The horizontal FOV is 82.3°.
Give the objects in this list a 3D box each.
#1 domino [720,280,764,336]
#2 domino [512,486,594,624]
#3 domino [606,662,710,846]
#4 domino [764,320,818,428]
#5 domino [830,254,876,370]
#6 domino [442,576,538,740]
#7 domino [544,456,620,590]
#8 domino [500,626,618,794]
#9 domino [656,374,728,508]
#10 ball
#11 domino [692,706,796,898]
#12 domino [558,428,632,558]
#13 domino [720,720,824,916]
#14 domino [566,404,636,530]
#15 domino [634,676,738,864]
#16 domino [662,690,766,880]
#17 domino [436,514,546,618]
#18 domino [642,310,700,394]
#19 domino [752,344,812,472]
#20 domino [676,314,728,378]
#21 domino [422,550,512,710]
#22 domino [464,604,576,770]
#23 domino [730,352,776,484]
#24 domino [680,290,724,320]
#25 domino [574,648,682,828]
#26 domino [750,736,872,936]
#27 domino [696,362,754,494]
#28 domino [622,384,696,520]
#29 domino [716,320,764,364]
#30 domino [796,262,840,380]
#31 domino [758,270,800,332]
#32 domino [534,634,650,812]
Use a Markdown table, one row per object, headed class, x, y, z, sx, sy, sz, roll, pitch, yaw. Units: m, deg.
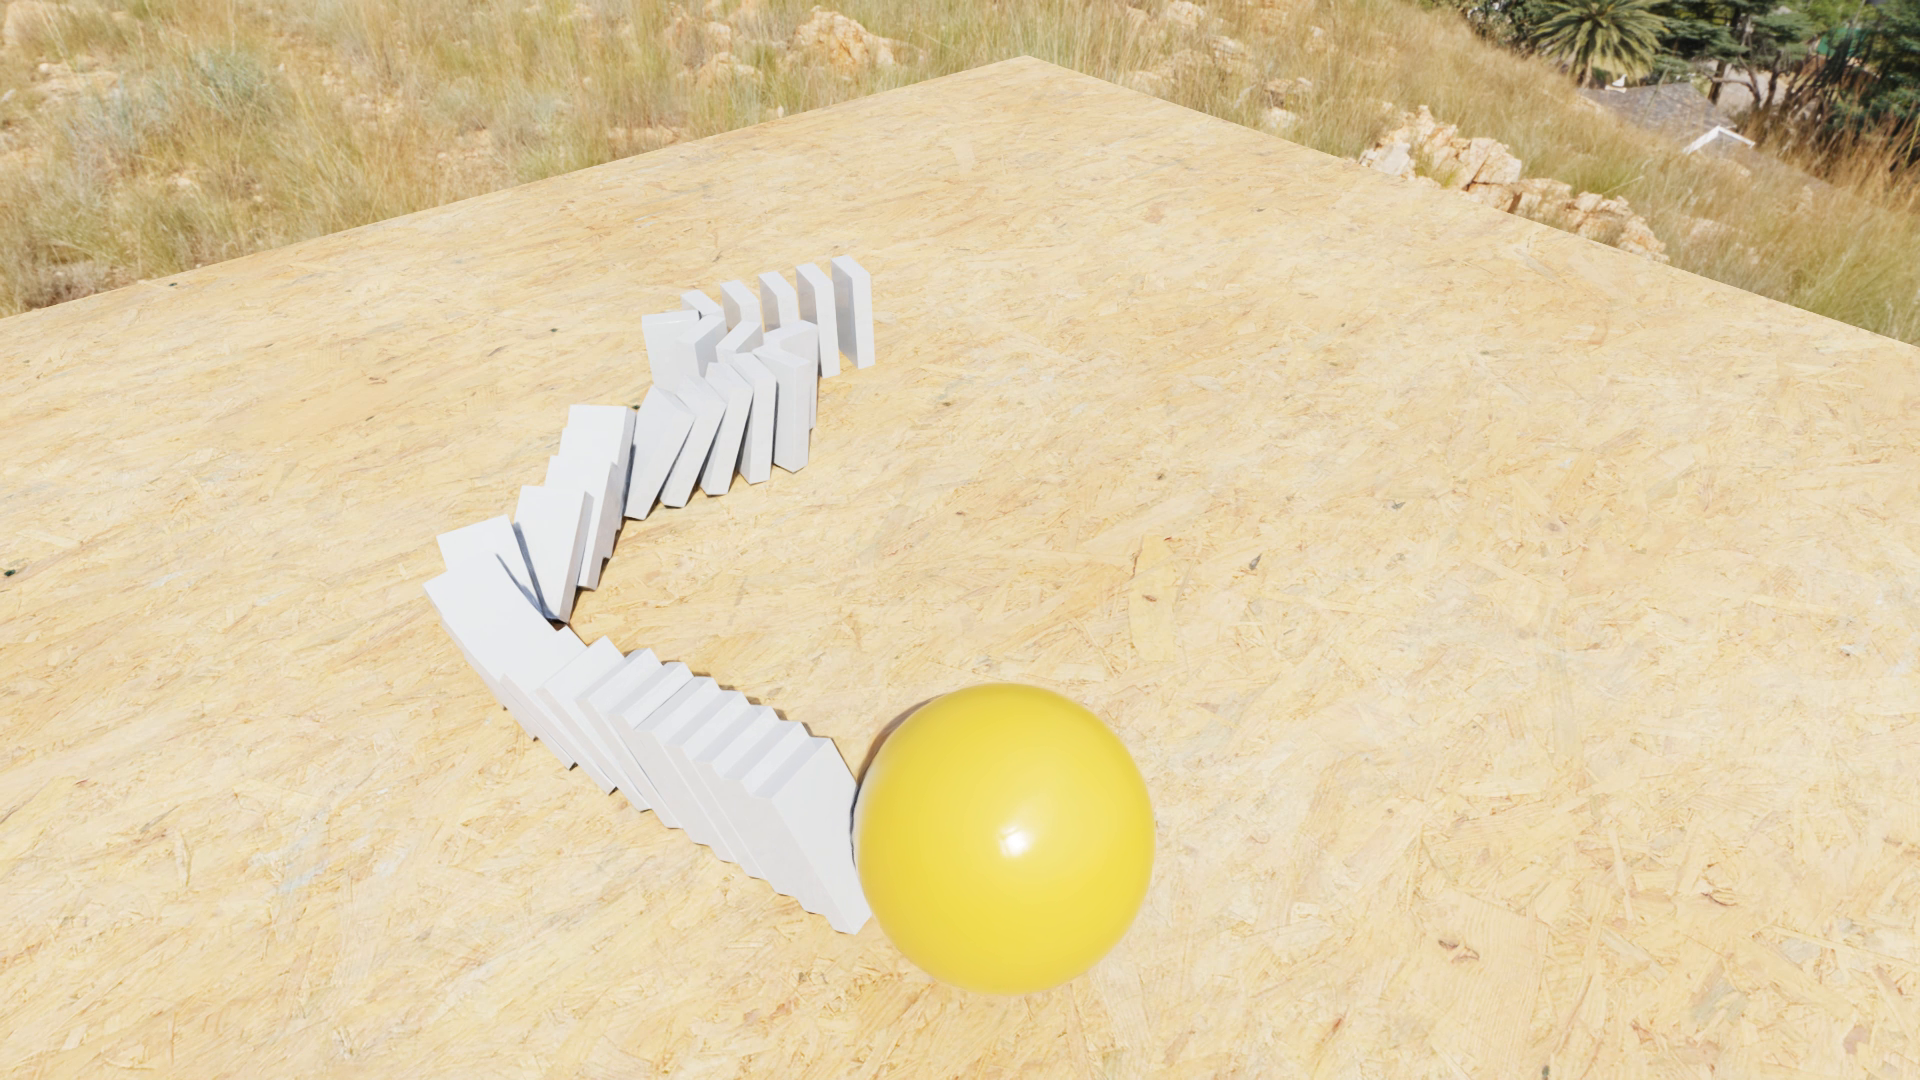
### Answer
| class | x | y | z | sx | sy | sz | roll | pitch | yaw |
| --- | --- | --- | --- | --- | --- | --- | --- | --- | --- |
| domino | -0.103 | -0.097 | 0.529 | 0.010 | 0.050 | 0.025 | -21 | 44 | -23 |
| domino | -0.157 | 0.005 | 0.416 | 0.025 | 0.009 | 0.050 | 5 | 74 | 6 |
| domino | -0.082 | 0.065 | 0.334 | 0.009 | 0.050 | 0.025 | -8 | 27 | 43 |
| domino | -0.076 | -0.071 | 0.496 | 0.010 | 0.050 | 0.025 | 24 | 36 | 26 |
| domino | -0.054 | -0.114 | 0.550 | 0.009 | 0.050 | 0.025 | -20 | 43 | -23 |
| domino | -0.149 | 0.040 | 0.373 | 0.025 | 0.009 | 0.050 | -38 | 87 | -34 |
| domino | -0.151 | -0.007 | 0.429 | 0.025 | 0.010 | 0.050 | 6 | 77 | 7 |
| domino | -0.121 | 0.055 | 0.356 | 0.050 | 0.010 | 0.025 | 46 | 50 | 0 |
| domino | -0.117 | -0.042 | 0.465 | 0.009 | 0.050 | 0.025 | 9 | 26 | -44 |
| ball | 0.011 | 0.078 | 0.292 | 0.080 | 0.080 | 0.080 | 0 | 39 | 0 |
| domino | -0.054 | 0.076 | 0.320 | 0.010 | 0.050 | 0.025 | -6 | 28 | 43 |
| domino | -0.150 | -0.019 | 0.443 | 0.025 | 0.009 | 0.050 | 6 | 80 | 7 |
| domino | -0.045 | 0.080 | 0.316 | 0.009 | 0.050 | 0.025 | -6 | 28 | 43 |
| domino | -0.151 | -0.030 | 0.455 | 0.025 | 0.010 | 0.050 | 3 | 80 | 10 |
| domino | -0.073 | 0.069 | 0.329 | 0.010 | 0.050 | 0.025 | -6 | 28 | 43 |
| domino | -0.064 | 0.072 | 0.325 | 0.009 | 0.050 | 0.025 | -6 | 28 | 43 |
| domino | -0.168 | 0.018 | 0.398 | 0.025 | 0.010 | 0.050 | -20 | 80 | -18 |
| domino | -0.130 | -0.081 | 0.510 | 0.025 | 0.050 | 0.009 | -8 | 40 | -10 |
| domino | -0.078 | -0.057 | 0.481 | 0.025 | 0.050 | 0.009 | 25 | 36 | 27 |
| domino | -0.115 | -0.074 | 0.502 | 0.009 | 0.050 | 0.025 | 15 | 42 | 18 |
| domino | -0.162 | 0.031 | 0.383 | 0.025 | 0.010 | 0.050 | -33 | 85 | -30 |
| domino | -0.136 | 0.048 | 0.363 | 0.050 | 0.010 | 0.025 | 47 | 52 | 0 |
| domino | -0.091 | -0.053 | 0.475 | 0.009 | 0.050 | 0.025 | -14 | 40 | -32 |
| domino | -0.119 | -0.090 | 0.522 | 0.009 | 0.050 | 0.025 | -26 | 46 | -28 |
| domino | -0.093 | 0.061 | 0.340 | 0.010 | 0.050 | 0.025 | -13 | 24 | 45 |
| domino | -0.036 | 0.083 | 0.311 | 0.009 | 0.050 | 0.025 | -6 | 28 | 43 |
| domino | -0.103 | -0.047 | 0.469 | 0.010 | 0.050 | 0.025 | -2 | 34 | -39 |
| domino | -0.130 | -0.037 | 0.460 | 0.010 | 0.050 | 0.025 | 16 | 18 | -48 |
| domino | -0.097 | -0.071 | 0.498 | 0.010 | 0.050 | 0.025 | 12 | 41 | 14 |
| domino | -0.070 | -0.108 | 0.543 | 0.010 | 0.050 | 0.025 | -19 | 43 | -21 |
| domino | -0.087 | -0.102 | 0.537 | 0.009 | 0.050 | 0.025 | -19 | 43 | -22 |
| domino | -0.107 | 0.058 | 0.346 | 0.009 | 0.050 | 0.025 | -25 | 16 | 48 |
